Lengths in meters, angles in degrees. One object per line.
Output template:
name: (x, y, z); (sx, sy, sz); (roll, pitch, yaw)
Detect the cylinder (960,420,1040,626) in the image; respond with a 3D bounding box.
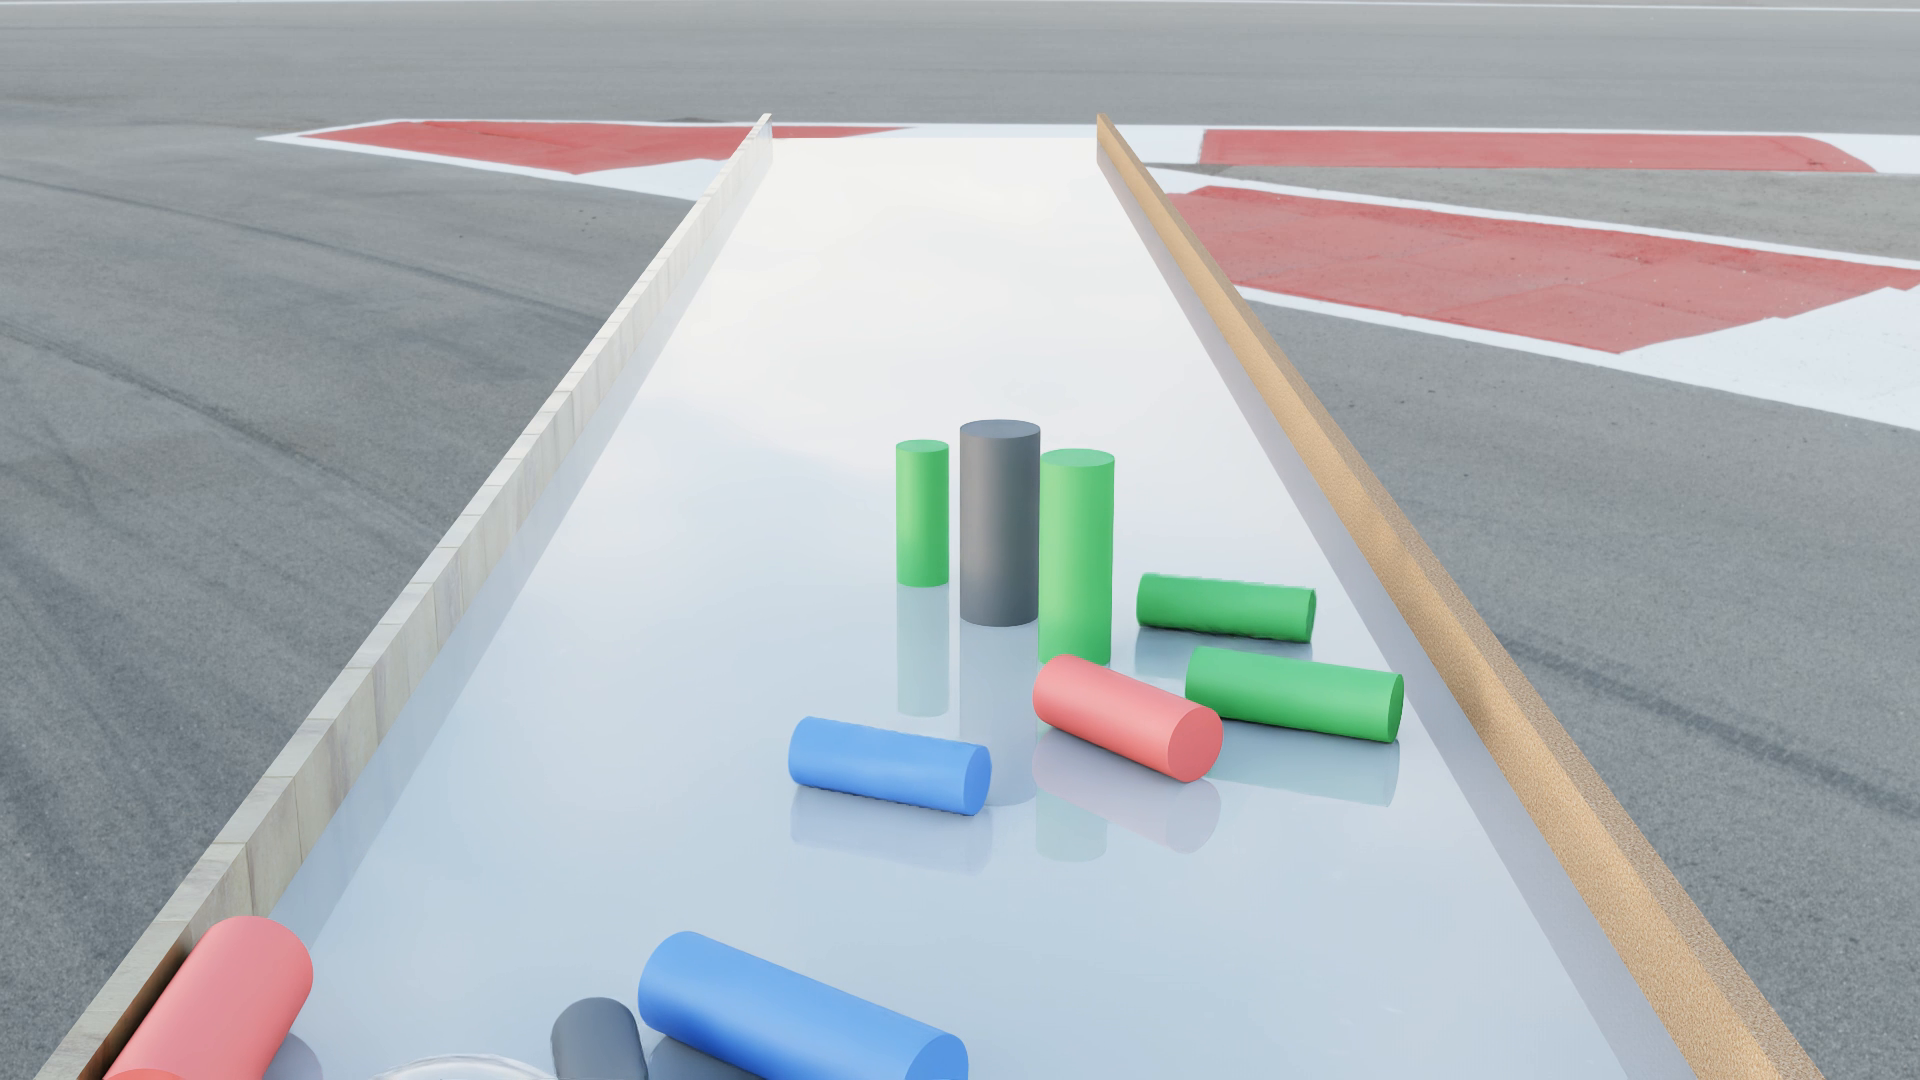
cylinder: (0.083, -0.037, 4.636); (0.169, 0.408, 0.169); (0, 17, 0)

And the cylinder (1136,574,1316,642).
cylinder: (0.551, 0.141, 4.560); (0.354, 0.109, 0.109); (5, 17, 17)

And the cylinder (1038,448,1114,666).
cylinder: (0.230, 0.037, 4.372); (0.147, 0.416, 0.147); (0, 17, 0)

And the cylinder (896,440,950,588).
cylinder: (-0.083, -0.060, 4.886); (0.118, 0.309, 0.118); (0, 17, 0)

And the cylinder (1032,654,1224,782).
cylinder: (0.296, 0.314, 3.931); (0.136, 0.136, 0.352); (-13, 21, -37)

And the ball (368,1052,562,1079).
ball: (-0.504, 0.705, 2.202); (0.374, 0.374, 0.374); (0, 17, 0)

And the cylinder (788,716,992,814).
cylinder: (-0.120, 0.382, 3.739); (0.328, 0.117, 0.117); (7, 18, 23)

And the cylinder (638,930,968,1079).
cylinder: (-0.209, 0.637, 2.841); (0.450, 0.140, 0.140); (13, 21, 37)

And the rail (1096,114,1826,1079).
rail: (0.932, -0.844, 7.801); (0.050, 0.150, 12.000); (0, 17, -1)

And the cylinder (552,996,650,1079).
cylinder: (-0.428, 0.698, 2.684); (0.112, 0.112, 0.382); (-4, 17, -14)

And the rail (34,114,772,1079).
rail: (-1.118, -0.838, 7.780); (0.050, 0.150, 12.000); (0, 17, -1)

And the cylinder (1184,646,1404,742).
cylinder: (0.616, 0.283, 4.054); (0.379, 0.126, 0.126); (7, 18, 23)
